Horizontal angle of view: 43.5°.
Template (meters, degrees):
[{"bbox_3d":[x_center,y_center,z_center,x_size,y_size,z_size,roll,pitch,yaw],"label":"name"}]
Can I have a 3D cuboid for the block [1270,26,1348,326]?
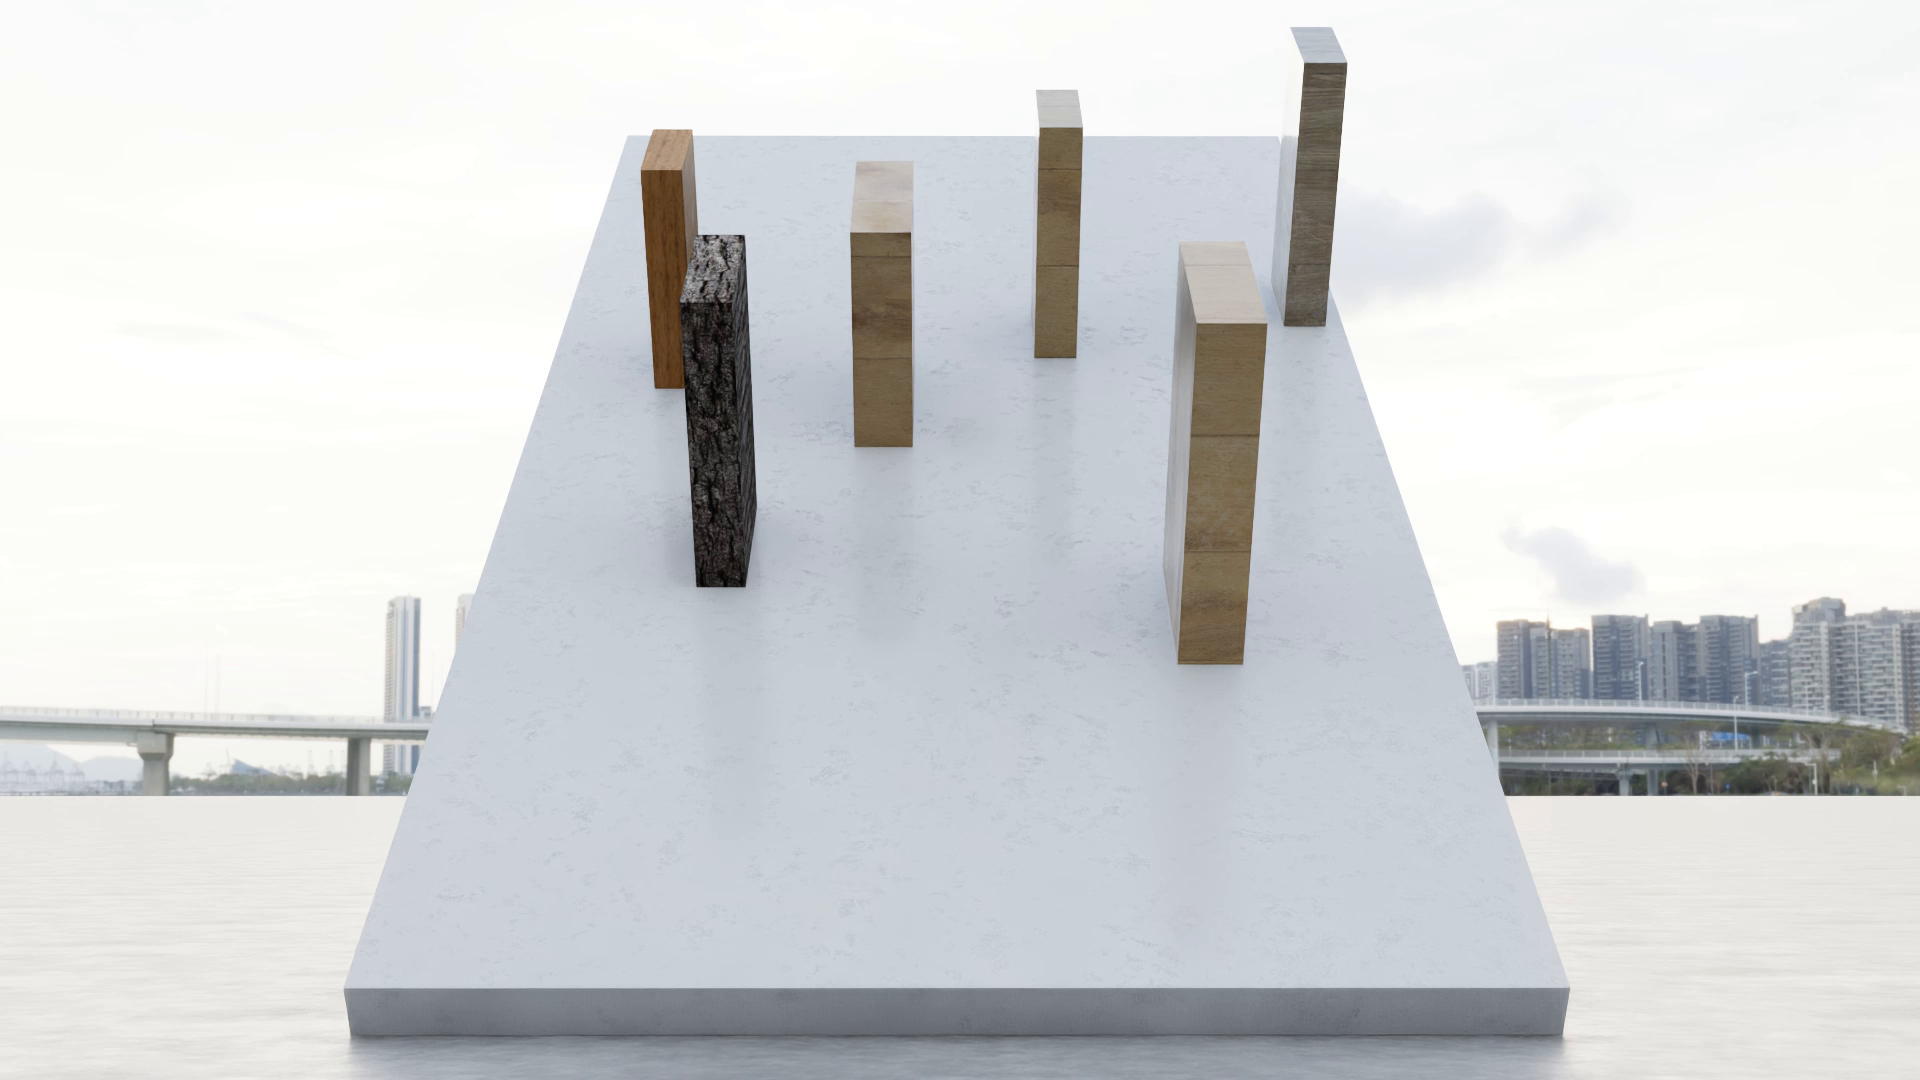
[{"bbox_3d":[0.885,-0.923,6.136,0.107,0.700,0.283,0,30,0],"label":"block"}]

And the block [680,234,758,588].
[{"bbox_3d":[-0.499,-0.269,5.026,0.103,0.648,0.347,0,30,0],"label":"block"}]

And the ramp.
[{"bbox_3d":[-0.013,-0.213,5.690,2.000,0.100,4.000,0,30,0],"label":"ramp"}]

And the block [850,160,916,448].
[{"bbox_3d":[-0.177,-0.558,5.653,0.136,0.534,0.444,0,30,0],"label":"block"}]

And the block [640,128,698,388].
[{"bbox_3d":[-0.694,-0.680,5.838,0.096,0.562,0.276,0,30,0],"label":"block"}]

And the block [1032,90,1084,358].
[{"bbox_3d":[0.238,-0.784,5.984,0.105,0.604,0.272,0,30,0],"label":"block"}]

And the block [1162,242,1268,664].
[{"bbox_3d":[0.497,-0.171,4.766,0.130,0.741,0.390,0,30,0],"label":"block"}]
